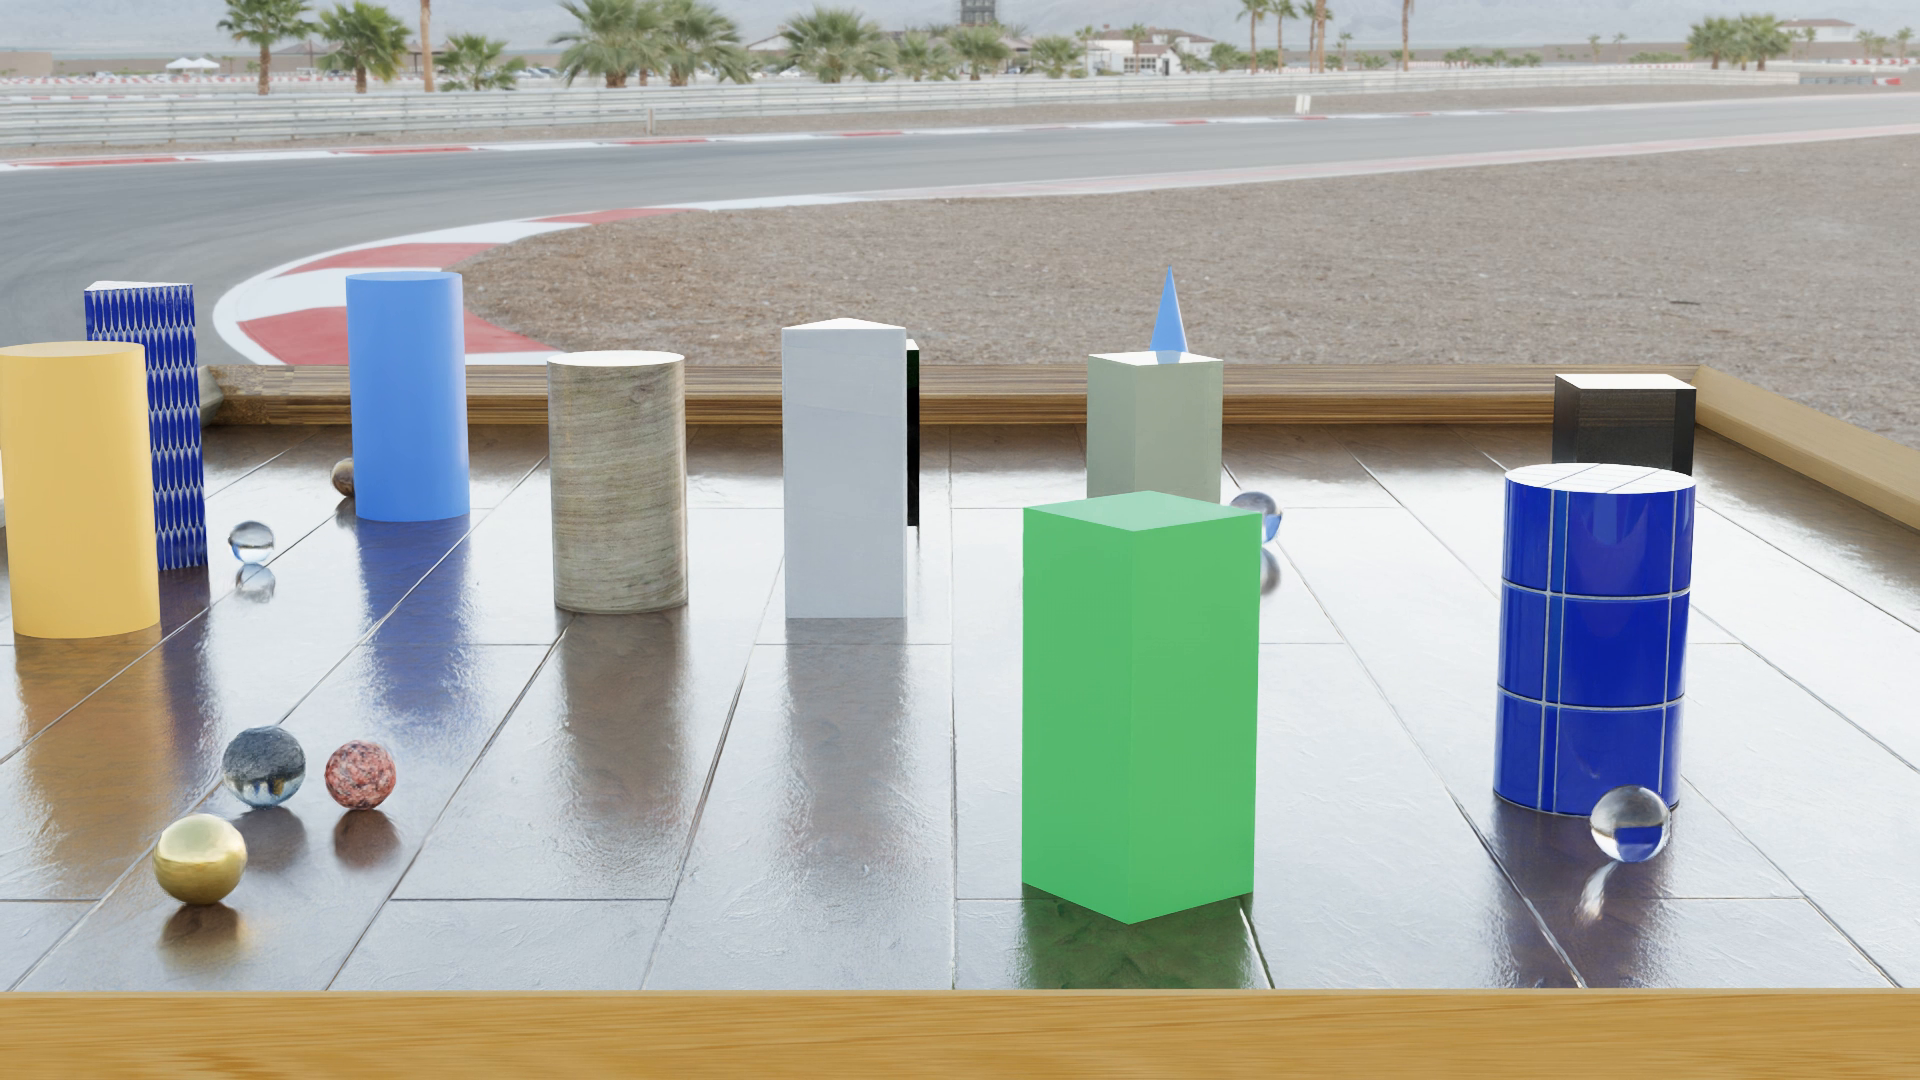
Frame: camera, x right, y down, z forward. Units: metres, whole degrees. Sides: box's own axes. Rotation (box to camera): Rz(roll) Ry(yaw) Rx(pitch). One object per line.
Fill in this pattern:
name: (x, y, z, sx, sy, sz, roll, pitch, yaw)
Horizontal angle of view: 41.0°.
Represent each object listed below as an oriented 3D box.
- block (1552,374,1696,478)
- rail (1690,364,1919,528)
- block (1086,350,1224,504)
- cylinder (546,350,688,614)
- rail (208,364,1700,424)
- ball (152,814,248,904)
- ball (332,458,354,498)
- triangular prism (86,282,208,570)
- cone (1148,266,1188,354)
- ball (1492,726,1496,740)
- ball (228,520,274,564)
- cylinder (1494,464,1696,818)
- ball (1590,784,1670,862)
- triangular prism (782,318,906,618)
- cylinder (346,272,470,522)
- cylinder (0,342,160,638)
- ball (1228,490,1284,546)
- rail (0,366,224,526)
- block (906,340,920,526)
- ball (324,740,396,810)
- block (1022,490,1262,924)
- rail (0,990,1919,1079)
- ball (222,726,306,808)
block: (0.859, -0.050, 3.347, 0.147, 0.317, 0.147, 0, 11, 1)
rail: (1.487, 0.029, 3.458, 0.045, 0.119, 3.549, 0, 11, 0)
block: (0.289, -0.127, 3.826, 0.147, 0.292, 0.147, -5, 12, -25)
cylinder: (-0.462, -0.081, 3.476, 0.183, 0.332, 0.183, 0, 11, 0)
rail: (-0.010, -0.292, 5.171, 3.022, 0.119, 0.045, 0, 11, 0)
ball: (-0.663, 0.278, 2.240, 0.079, 0.079, 0.079, 0, 11, 0)
ball: (-1.025, -0.105, 4.322, 0.067, 0.067, 0.067, 0, 11, 0)
triangular prism: (-1.205, -0.166, 3.719, 0.159, 0.409, 0.137, -9, 14, -41)
cone: (0.331, -0.236, 4.089, 0.183, 0.410, 0.183, 0, 11, 0)
ball: (0.587, 0.206, 2.694, 0.054, 0.054, 0.054, 0, 11, 0)
ball: (-1.037, 0.003, 3.752, 0.065, 0.065, 0.065, 0, 11, 0)
cylinder: (0.630, 0.096, 2.555, 0.183, 0.321, 0.183, 0, 11, 0)
ball: (0.616, 0.260, 2.358, 0.071, 0.071, 0.071, 0, 11, 0)
triangular prism: (-0.153, -0.099, 3.429, 0.159, 0.383, 0.137, 0, 11, -2)
cylinder: (-0.893, -0.235, 4.153, 0.183, 0.384, 0.183, 0, 11, 0)
cylinder: (-1.144, -0.068, 3.328, 0.183, 0.361, 0.183, 0, 11, 0)
ball: (0.446, -0.033, 3.884, 0.087, 0.087, 0.087, 0, 11, 0)
rail: (-1.487, 0.032, 3.441, 0.045, 0.119, 3.549, 0, 11, 0)
block: (-0.143, -0.172, 4.097, 0.147, 0.281, 0.147, -1, 11, -5)
ball: (-0.589, 0.231, 2.521, 0.069, 0.069, 0.069, 0, 11, 0)
block: (0.158, 0.142, 2.259, 0.147, 0.341, 0.147, -8, 13, -37)
rail: (0.010, 0.353, 1.729, 3.022, 0.119, 0.045, 0, 11, 0)
ball: (-0.686, 0.223, 2.529, 0.081, 0.081, 0.081, 0, 11, 0)
